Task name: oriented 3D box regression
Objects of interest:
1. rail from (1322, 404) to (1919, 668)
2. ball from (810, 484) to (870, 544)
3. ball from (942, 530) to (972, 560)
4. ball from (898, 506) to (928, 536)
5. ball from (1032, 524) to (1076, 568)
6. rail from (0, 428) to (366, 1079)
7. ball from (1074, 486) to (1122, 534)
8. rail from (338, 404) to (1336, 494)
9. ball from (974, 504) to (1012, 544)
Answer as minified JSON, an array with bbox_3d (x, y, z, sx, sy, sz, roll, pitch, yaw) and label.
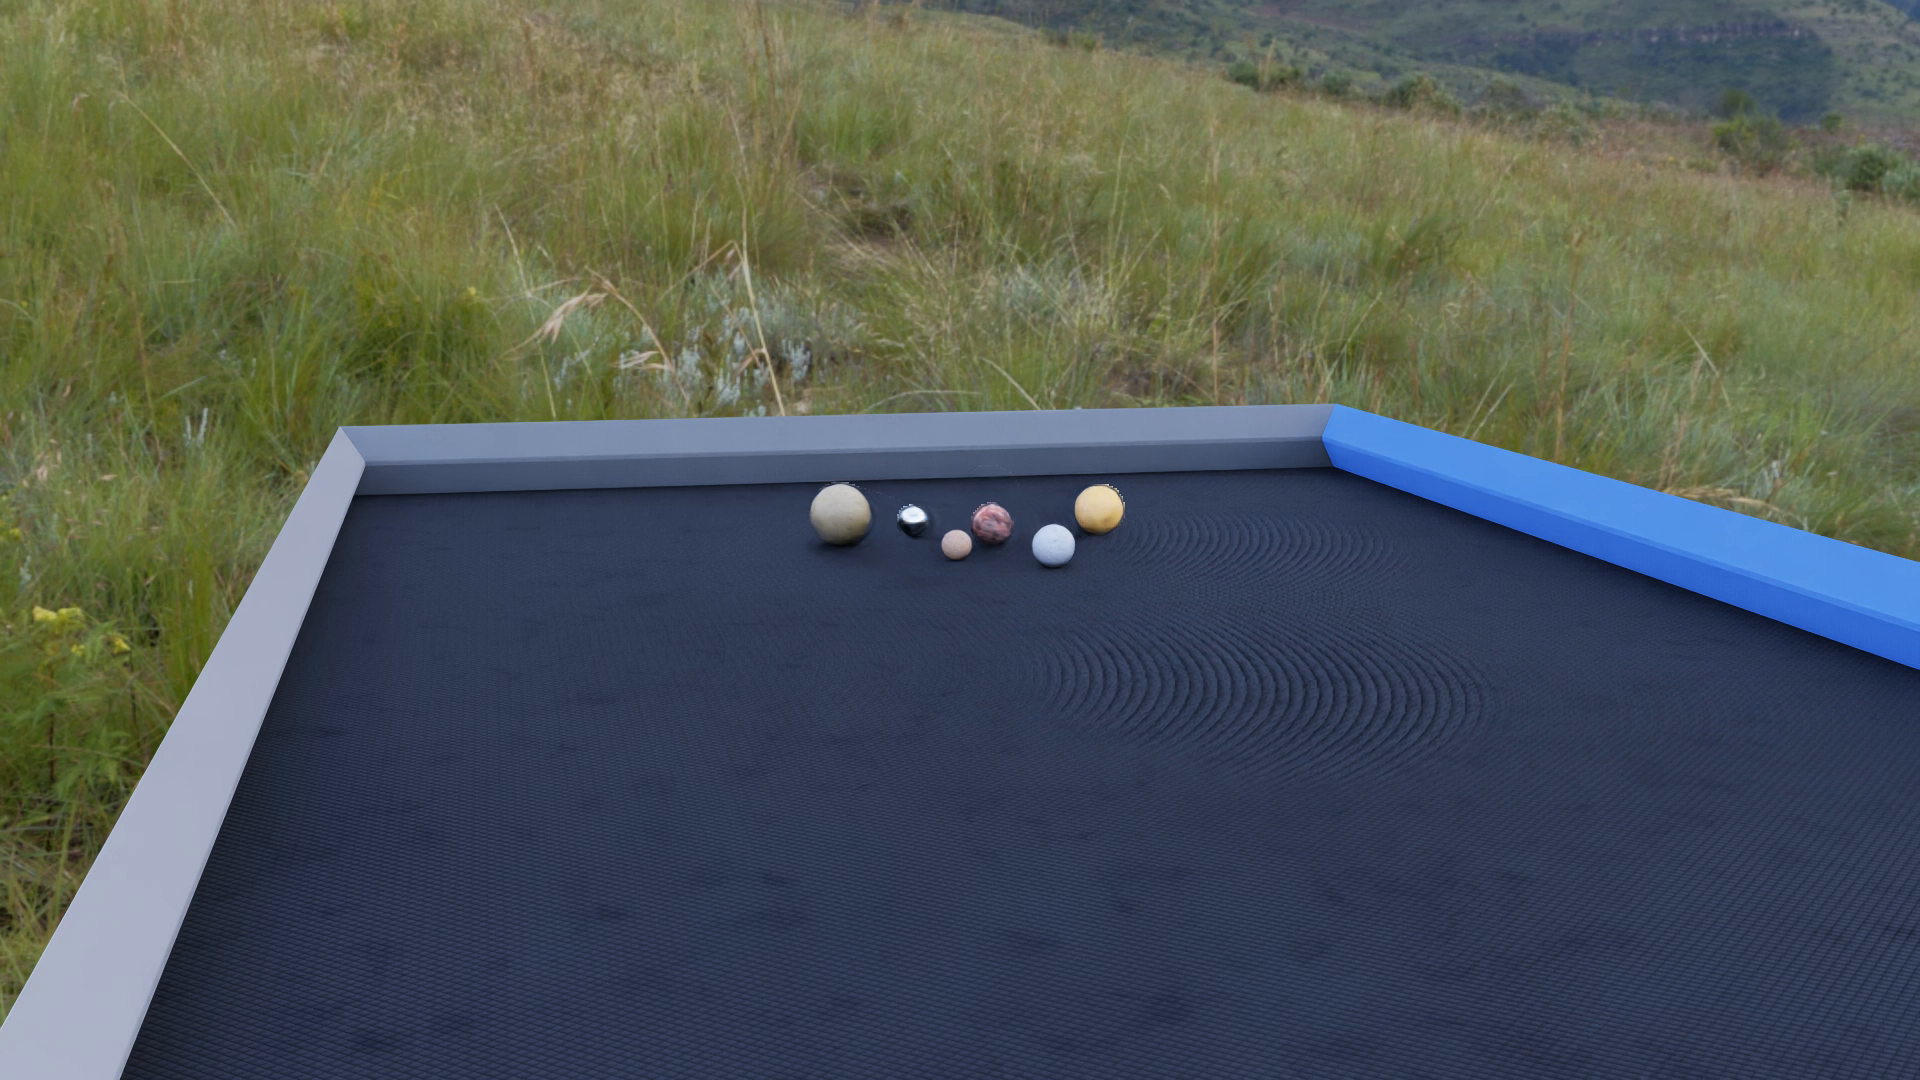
[{"bbox_3d":[1.093,0.081,2.626,0.045,0.124,3.568,-2,10,-12],"label":"rail"},{"bbox_3d":[-0.188,-0.040,3.440,0.095,0.095,0.095,0,10,0],"label":"ball"},{"bbox_3d":[-0.005,0.008,3.306,0.046,0.046,0.046,0,10,0],"label":"ball"},{"bbox_3d":[-0.074,-0.029,3.521,0.048,0.048,0.048,0,10,0],"label":"ball"},{"bbox_3d":[0.138,0.009,3.246,0.064,0.064,0.064,0,10,0],"label":"ball"},{"bbox_3d":[-0.720,0.145,2.244,0.045,0.124,3.568,-2,10,-12],"label":"rail"},{"bbox_3d":[0.223,-0.049,3.546,0.078,0.078,0.078,0,10,0],"label":"ball"},{"bbox_3d":[-0.181,-0.171,4.132,1.901,0.124,0.045,-2,10,-12],"label":"rail"},{"bbox_3d":[0.051,-0.024,3.448,0.062,0.062,0.062,0,10,0],"label":"ball"}]
